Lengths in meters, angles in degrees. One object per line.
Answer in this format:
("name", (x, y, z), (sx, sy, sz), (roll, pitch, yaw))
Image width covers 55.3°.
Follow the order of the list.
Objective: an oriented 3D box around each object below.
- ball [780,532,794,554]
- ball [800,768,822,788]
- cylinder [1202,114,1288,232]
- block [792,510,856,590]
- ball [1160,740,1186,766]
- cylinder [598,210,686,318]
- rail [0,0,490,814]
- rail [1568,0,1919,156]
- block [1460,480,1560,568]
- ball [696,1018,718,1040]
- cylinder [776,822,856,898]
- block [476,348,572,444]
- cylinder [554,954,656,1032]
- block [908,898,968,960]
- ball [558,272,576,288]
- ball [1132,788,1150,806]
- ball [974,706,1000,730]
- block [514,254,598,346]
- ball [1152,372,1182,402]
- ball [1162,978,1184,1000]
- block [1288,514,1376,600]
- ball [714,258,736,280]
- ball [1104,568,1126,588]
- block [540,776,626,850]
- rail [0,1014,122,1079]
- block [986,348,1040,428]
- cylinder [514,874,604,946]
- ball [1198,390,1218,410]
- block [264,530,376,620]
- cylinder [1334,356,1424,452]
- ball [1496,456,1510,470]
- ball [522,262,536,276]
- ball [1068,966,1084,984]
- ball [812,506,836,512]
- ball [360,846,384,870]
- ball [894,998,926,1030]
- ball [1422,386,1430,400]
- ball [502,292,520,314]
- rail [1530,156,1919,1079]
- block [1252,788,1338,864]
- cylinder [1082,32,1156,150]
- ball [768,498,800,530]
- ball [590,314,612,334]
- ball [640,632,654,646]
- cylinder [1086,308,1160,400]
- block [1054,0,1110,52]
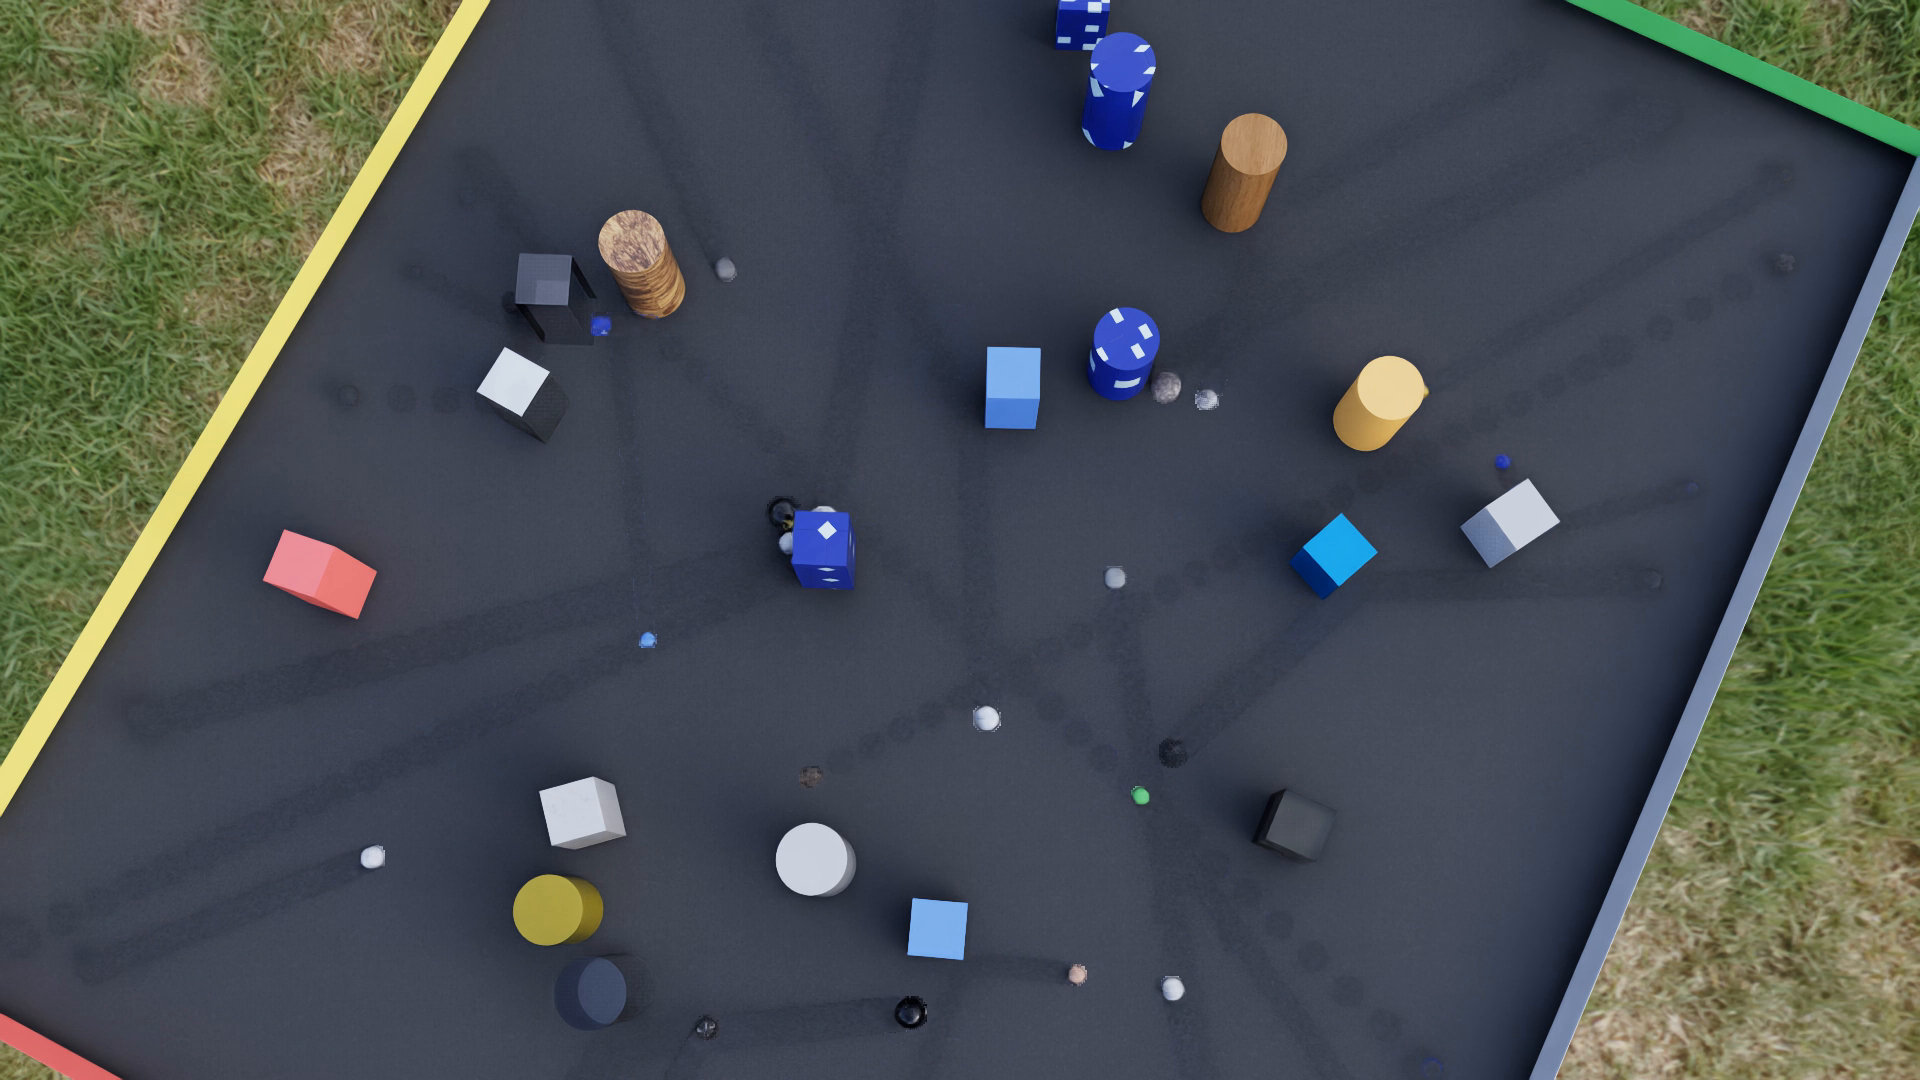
("ball", (-0.515, 0.010, 5.573), (0.070, 0.070, 0.070), (0, 78, 0))
("ball", (-0.442, 0.706, 5.439), (0.061, 0.061, 0.061), (0, 78, 0))
("cylinder", (0.865, -1.118, 5.613), (0.194, 0.459, 0.194), (0, 78, 0))
("block", (-0.398, 0.034, 5.414), (0.155, 0.382, 0.155), (2, 78, 0))
("ball", (0.634, 0.632, 5.446), (0.077, 0.077, 0.077), (0, 78, 0))
("cylinder", (-0.963, -0.833, 5.575), (0.194, 0.418, 0.194), (0, 78, 0))
("rail", (-1.947, -0.947, 5.747), (0.045, 0.126, 5.034), (26, 80, 5))
("rail", (1.115, -2.177, 6.002), (4.401, 0.126, 0.045), (26, 80, 5))
("block", (1.642, -0.047, 5.484), (0.155, 0.279, 0.155), (-33, 80, -6))
("ball", (-0.731, 1.410, 5.293), (0.063, 0.063, 0.063), (0, 78, 0))
("cylinder", (-0.403, 0.912, 5.198), (0.194, 0.450, 0.194), (0, 78, 0))
("block", (-1.312, -0.433, 5.541), (0.155, 0.323, 0.155), (29, 80, 6))
("cylinder", (-0.986, 1.257, 5.116), (0.194, 0.472, 0.194), (0, 78, 0))
("block", (-0.062, 1.115, 5.256), (0.155, 0.254, 0.155), (5, 78, 1))
("ball", (-1.236, -0.816, 5.758), (0.055, 0.055, 0.055), (0, 78, 0))
("ball", (0.538, 0.760, 5.433), (0.051, 0.051, 0.051), (0, 78, 0))
("ball", (0.080, 0.533, 5.469), (0.073, 0.073, 0.073), (0, 78, 0))
("block", (-1.224, -0.727, 5.571), (0.155, 0.384, 0.155), (2, 78, 0))
("ball", (0.638, -0.475, 5.667), (0.093, 0.093, 0.093), (0, 78, 0))
("ball", (0.618, 1.303, 5.314), (0.065, 0.065, 0.065), (0, 78, 0))
("block", (1.113, 0.052, 5.483), (0.155, 0.240, 0.155), (-40, 81, -8))
("ball", (-0.738, -0.852, 5.759), (0.066, 0.066, 0.066), (0, 78, 0))
("ball", (0.471, 0.115, 5.559), (0.066, 0.066, 0.066), (0, 78, 0))
("block", (-1.085, 0.791, 5.289), (0.155, 0.321, 0.155), (-15, 79, -3))
("rail", (-1.115, 2.190, 5.098), (4.401, 0.126, 0.045), (26, 80, 5))
("block", (0.157, -0.456, 5.540), (0.155, 0.335, 0.155), (1, 78, 0))
("cylinder", (-1.146, 1.059, 5.244), (0.194, 0.300, 0.194), (0, 78, 0))
("ball", (0.766, -0.436, 5.676), (0.060, 0.060, 0.060), (0, 78, 0))
("block", (-1.879, 0.105, 5.398), (0.155, 0.385, 0.155), (18, 79, 4))
("cylinder", (1.256, -0.407, 5.517), (0.194, 0.360, 0.194), (0, 78, 0))
("ball", (1.673, -0.239, 5.644), (0.042, 0.042, 0.042), (0, 78, 0))
("ball", (-1.357, -0.850, 5.770), (0.043, 0.043, 0.043), (0, 78, 0))
("ball", (0.339, 1.265, 5.330), (0.048, 0.048, 0.048), (0, 78, 0))
("ball", (-0.415, -0.061, 5.566), (0.090, 0.090, 0.090), (0, 78, 0))
("ball", (-1.729, 0.935, 5.390), (0.066, 0.066, 0.066), (0, 78, 0))
("ball", (-0.144, 1.366, 5.289), (0.088, 0.088, 0.088), (0, 78, 0))
("ball", (1.436, -0.459, 5.688), (0.045, 0.045, 0.045), (0, 78, 0))
("ball", (-1.396, -0.739, 5.734), (0.069, 0.069, 0.069), (0, 78, 0))
("rail", (1.947, 0.960, 5.352), (0.045, 0.126, 5.034), (26, 80, 5))
("block", (0.966, 0.832, 5.312), (0.155, 0.259, 0.155), (24, 79, 5))
("cylinder", (0.488, -1.385, 5.686), (0.194, 0.425, 0.194), (0, 78, 0))
("ball", (-0.537, -0.080, 5.584), (0.097, 0.097, 0.097), (0, 78, 0))
("ball", (-1.114, -0.671, 5.689), (0.066, 0.066, 0.066), (0, 78, 0))
("ball", (-0.942, 0.301, 5.533), (0.042, 0.042, 0.042), (0, 78, 0))
("cylinder", (0.493, -0.562, 5.568), (0.194, 0.323, 0.194), (0, 78, 0))
("block", (0.388, -1.691, 5.829), (0.155, 0.270, 0.155), (2, 78, 0))
